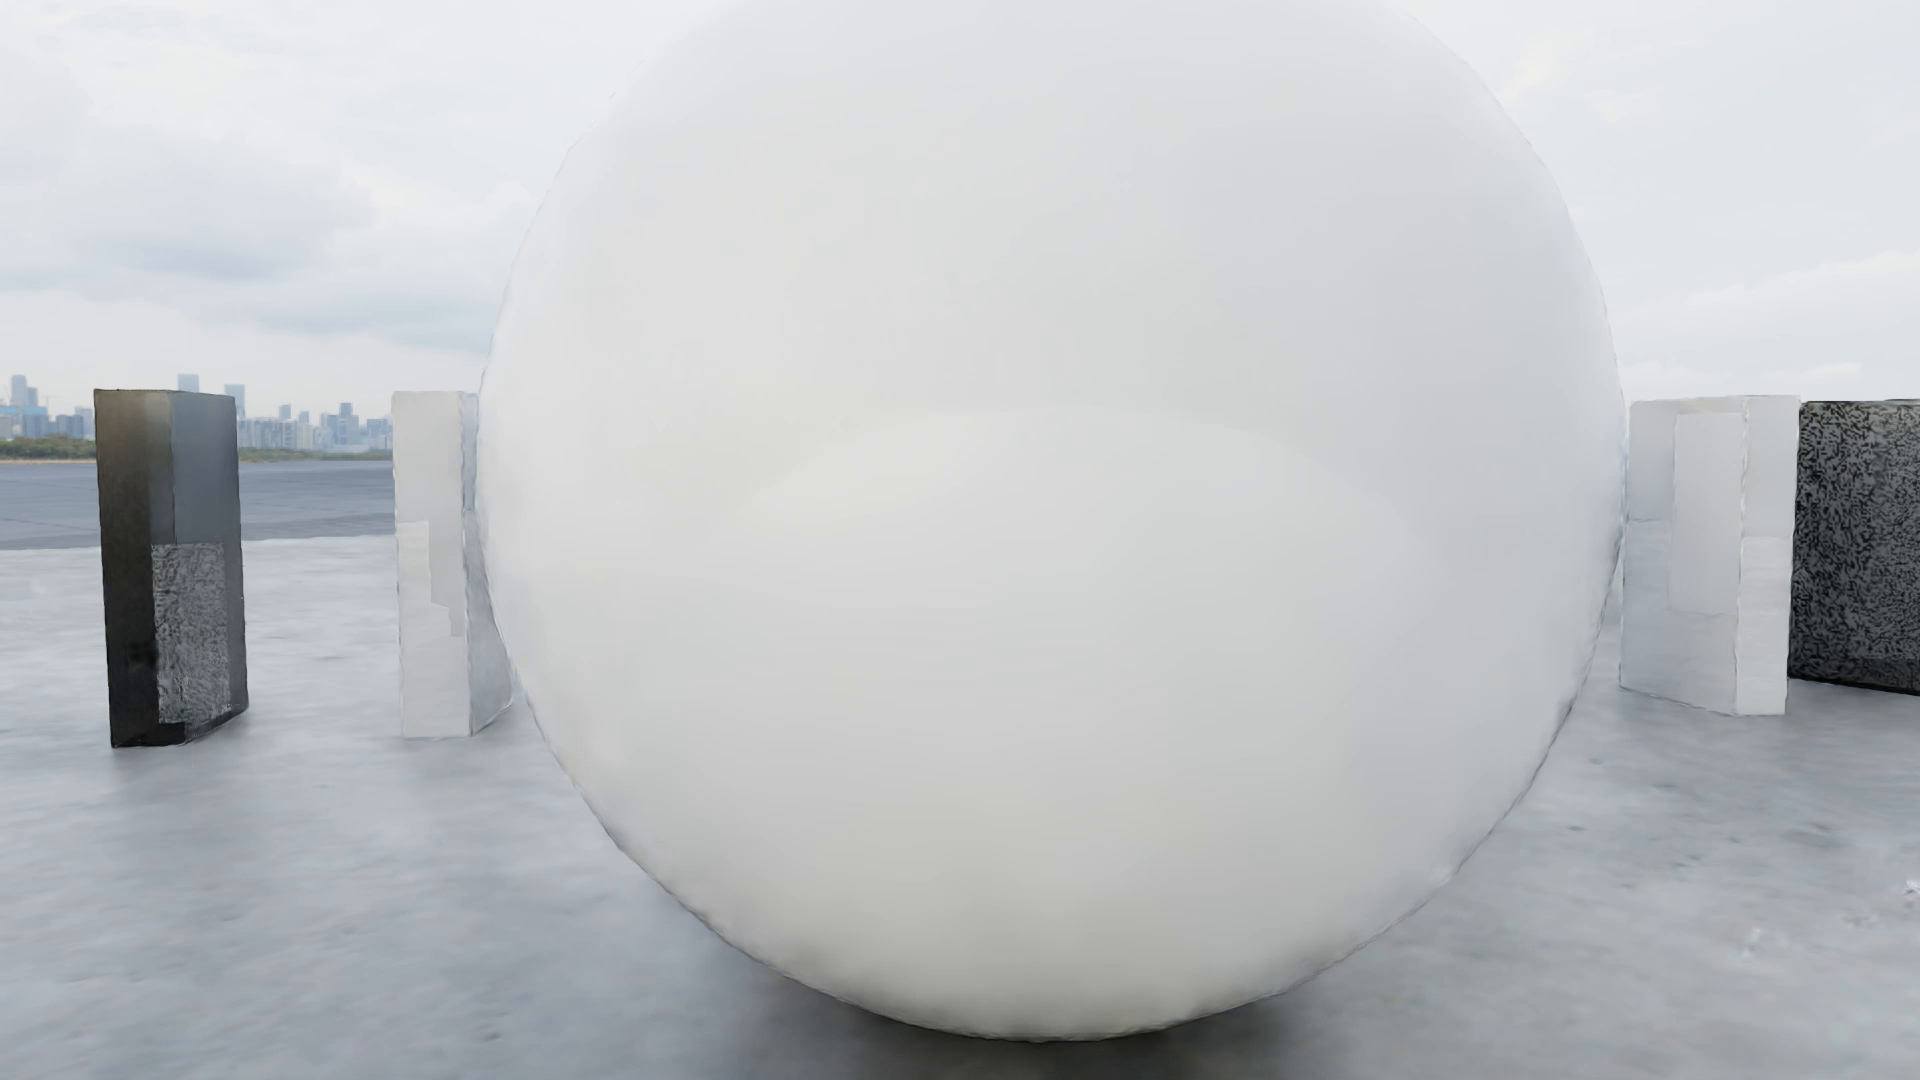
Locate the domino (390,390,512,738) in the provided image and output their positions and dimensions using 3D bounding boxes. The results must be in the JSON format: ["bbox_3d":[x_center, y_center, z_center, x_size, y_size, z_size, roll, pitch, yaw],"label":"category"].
[{"bbox_3d":[-0.077,0.003,0.196,0.009,0.050,0.025,0,4,-6],"label":"domino"}]

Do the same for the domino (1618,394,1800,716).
[{"bbox_3d":[0.123,0.002,0.212,0.010,0.050,0.025,-1,4,-13],"label":"domino"}]

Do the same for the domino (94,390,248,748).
[{"bbox_3d":[-0.117,0.003,0.191,0.009,0.050,0.025,-1,4,-11],"label":"domino"}]

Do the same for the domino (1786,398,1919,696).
[{"bbox_3d":[0.160,0.001,0.227,0.009,0.050,0.025,-3,5,-32],"label":"domino"}]

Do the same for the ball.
[{"bbox_3d":[0.006,-0.005,0.097,0.080,0.080,0.080,0,4,0],"label":"ball"}]

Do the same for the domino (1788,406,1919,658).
[{"bbox_3d":[0.184,-0.002,0.259,0.025,0.050,0.010,1,4,8],"label":"domino"}]
